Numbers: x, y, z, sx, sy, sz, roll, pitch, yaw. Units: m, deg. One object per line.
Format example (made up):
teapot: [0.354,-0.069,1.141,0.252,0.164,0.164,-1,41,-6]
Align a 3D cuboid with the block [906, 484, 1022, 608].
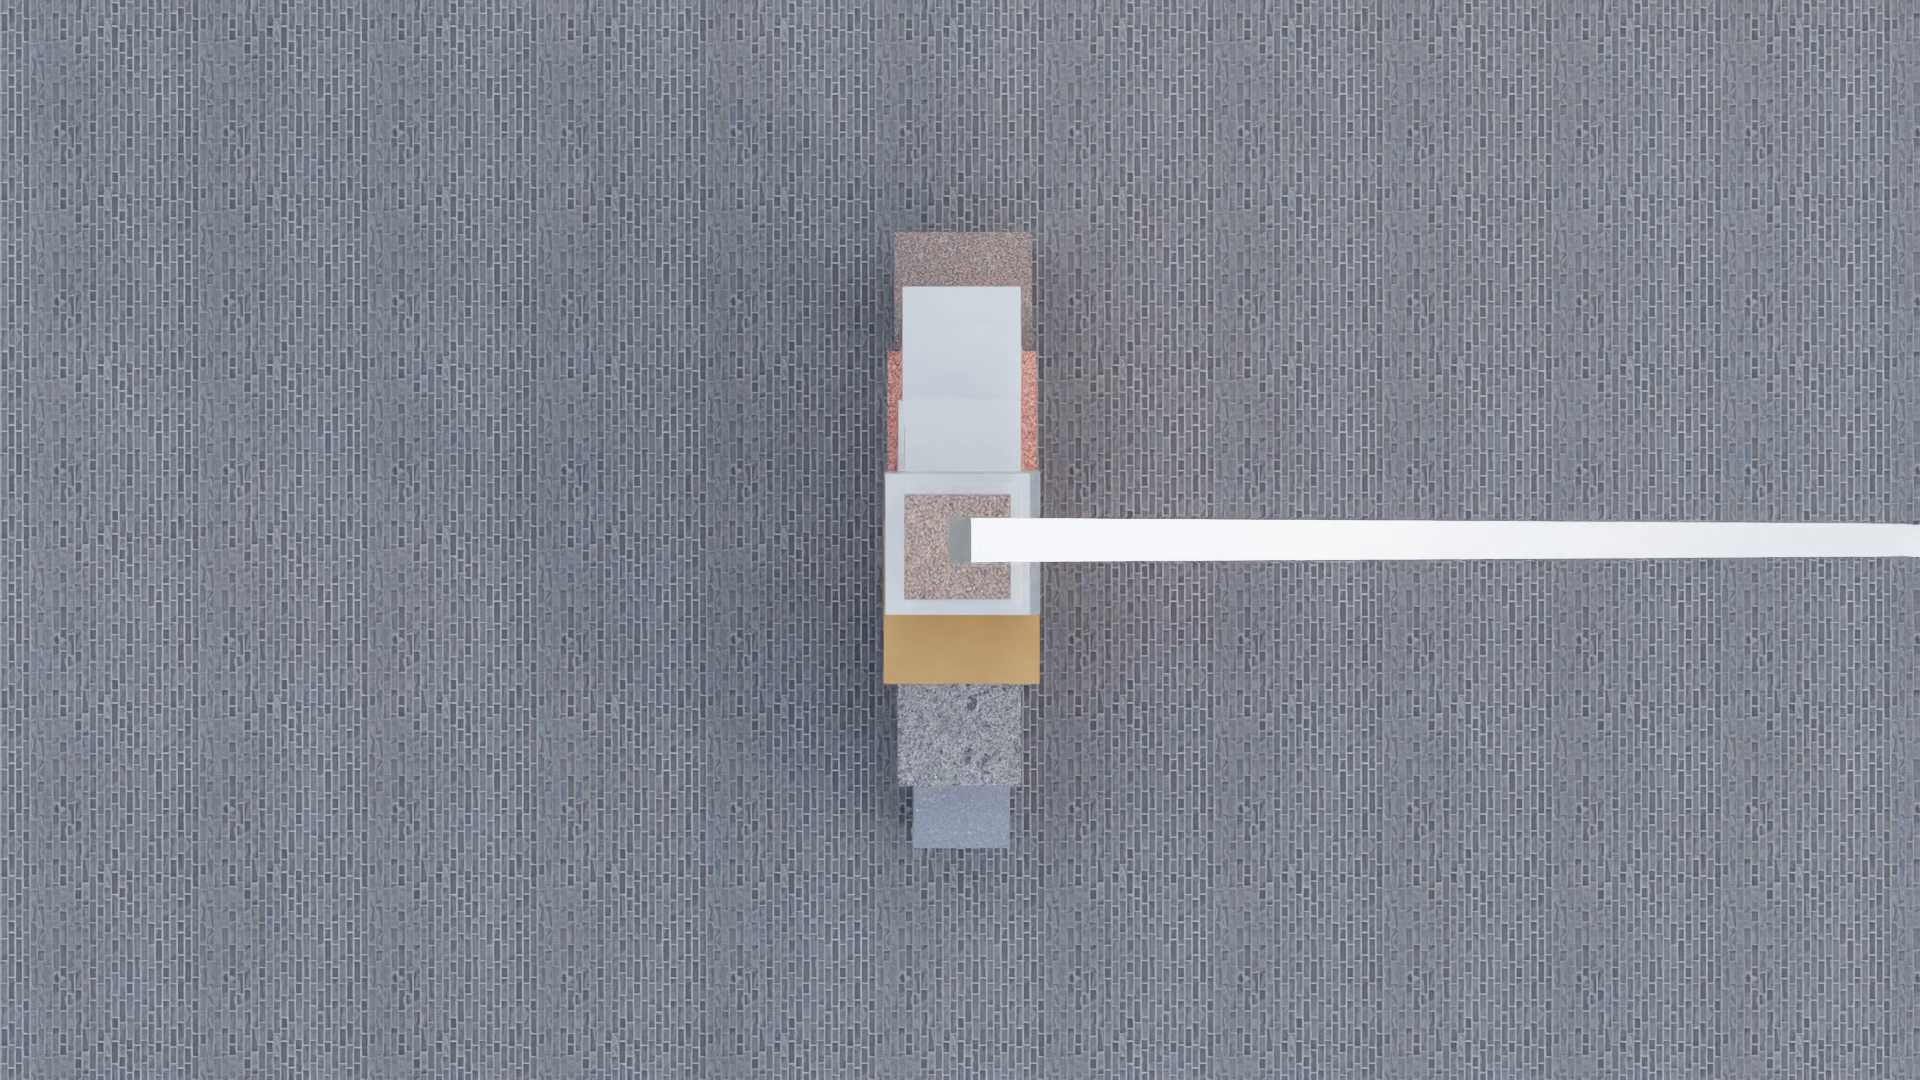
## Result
block: [0.014,0.019,8.655,0.447,0.418,0.480,0,91,0]

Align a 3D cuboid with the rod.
rod: [2.212,0.000,5.427,5.200,0.080,0.080,0,90,-32]

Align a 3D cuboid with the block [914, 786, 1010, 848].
block: [0.011,1.461,12.690,0.540,0.620,0.548,0,90,0]

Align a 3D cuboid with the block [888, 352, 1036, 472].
block: [0.010,-0.649,12.642,0.833,0.715,0.812,0,90,0]

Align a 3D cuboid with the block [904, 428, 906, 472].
block: [0.012,-0.253,11.155,0.577,0.626,0.603,0,90,0]

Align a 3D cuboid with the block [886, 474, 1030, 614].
block: [-0.010,0.014,9.158,0.580,0.589,0.567,0,91,0]

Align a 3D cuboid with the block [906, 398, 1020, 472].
block: [0.014,-0.392,10.573,0.541,0.540,0.534,0,90,0]

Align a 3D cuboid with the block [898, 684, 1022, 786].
block: [-0.003,0.995,12.046,0.658,0.673,0.648,0,89,0]

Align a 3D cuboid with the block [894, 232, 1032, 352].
block: [0.018,-1.400,12.691,0.777,0.617,0.670,0,90,0]

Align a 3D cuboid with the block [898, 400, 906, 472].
block: [-0.003,-0.400,11.843,0.641,0.624,0.617,0,86,0]

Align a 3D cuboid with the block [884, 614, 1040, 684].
block: [0.008,0.272,10.437,0.711,0.810,0.762,0,91,0]

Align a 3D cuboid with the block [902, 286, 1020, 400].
block: [0.009,-1.023,11.990,0.629,0.586,0.629,0,87,0]

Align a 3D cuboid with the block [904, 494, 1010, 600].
block: [-0.009,0.023,8.273,0.394,0.345,0.389,0,91,0]

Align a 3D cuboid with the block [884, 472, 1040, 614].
block: [0.011,0.008,9.741,0.669,0.577,0.613,0,91,0]
